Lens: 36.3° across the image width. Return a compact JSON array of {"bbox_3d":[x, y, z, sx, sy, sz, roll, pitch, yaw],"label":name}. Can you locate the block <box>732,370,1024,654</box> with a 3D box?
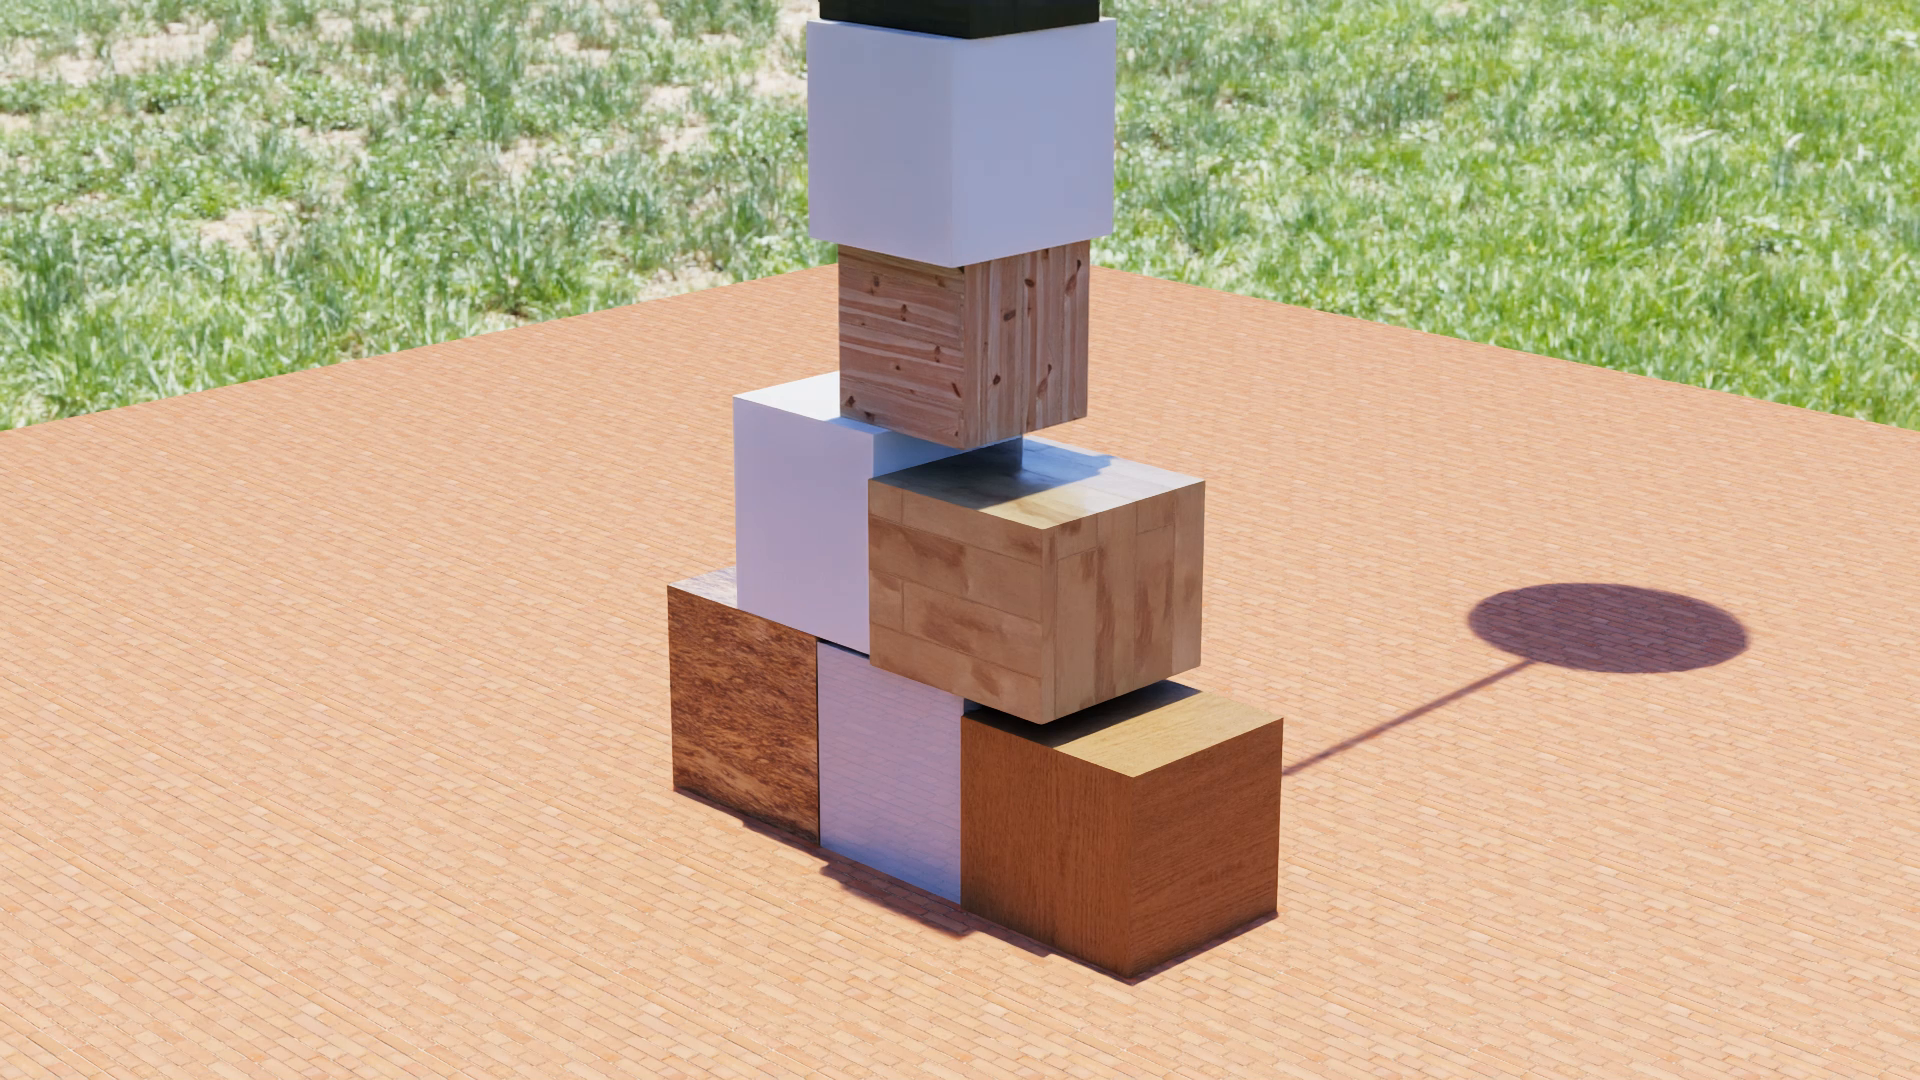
[{"bbox_3d":[-0.378,-0.171,13.682,0.956,1.036,0.943,-17,24,-42],"label":"block"}]

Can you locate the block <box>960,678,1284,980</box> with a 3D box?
[{"bbox_3d":[0.709,1.211,12.958,0.986,0.920,1.010,-17,24,-42],"label":"block"}]

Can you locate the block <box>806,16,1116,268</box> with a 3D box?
[{"bbox_3d":[0.008,-1.791,12.774,1.004,0.947,0.889,-17,24,-42],"label":"block"}]

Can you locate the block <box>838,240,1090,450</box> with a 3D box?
[{"bbox_3d":[0.017,-0.949,13.054,0.789,0.828,0.786,-17,24,-42],"label":"block"}]

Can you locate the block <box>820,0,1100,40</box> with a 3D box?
[{"bbox_3d":[-0.004,-2.582,12.509,0.787,0.722,0.917,-17,24,-42],"label":"block"}]

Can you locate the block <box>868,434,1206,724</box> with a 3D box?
[{"bbox_3d":[0.337,0.148,13.035,1.040,0.869,1.061,-17,24,-42],"label":"block"}]

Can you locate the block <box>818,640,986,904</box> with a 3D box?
[{"bbox_3d":[0.027,0.950,13.628,0.981,1.016,0.948,-17,24,-42],"label":"block"}]

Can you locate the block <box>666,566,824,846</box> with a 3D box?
[{"bbox_3d":[-0.706,0.726,14.296,0.948,1.043,1.065,-17,24,-42],"label":"block"}]
